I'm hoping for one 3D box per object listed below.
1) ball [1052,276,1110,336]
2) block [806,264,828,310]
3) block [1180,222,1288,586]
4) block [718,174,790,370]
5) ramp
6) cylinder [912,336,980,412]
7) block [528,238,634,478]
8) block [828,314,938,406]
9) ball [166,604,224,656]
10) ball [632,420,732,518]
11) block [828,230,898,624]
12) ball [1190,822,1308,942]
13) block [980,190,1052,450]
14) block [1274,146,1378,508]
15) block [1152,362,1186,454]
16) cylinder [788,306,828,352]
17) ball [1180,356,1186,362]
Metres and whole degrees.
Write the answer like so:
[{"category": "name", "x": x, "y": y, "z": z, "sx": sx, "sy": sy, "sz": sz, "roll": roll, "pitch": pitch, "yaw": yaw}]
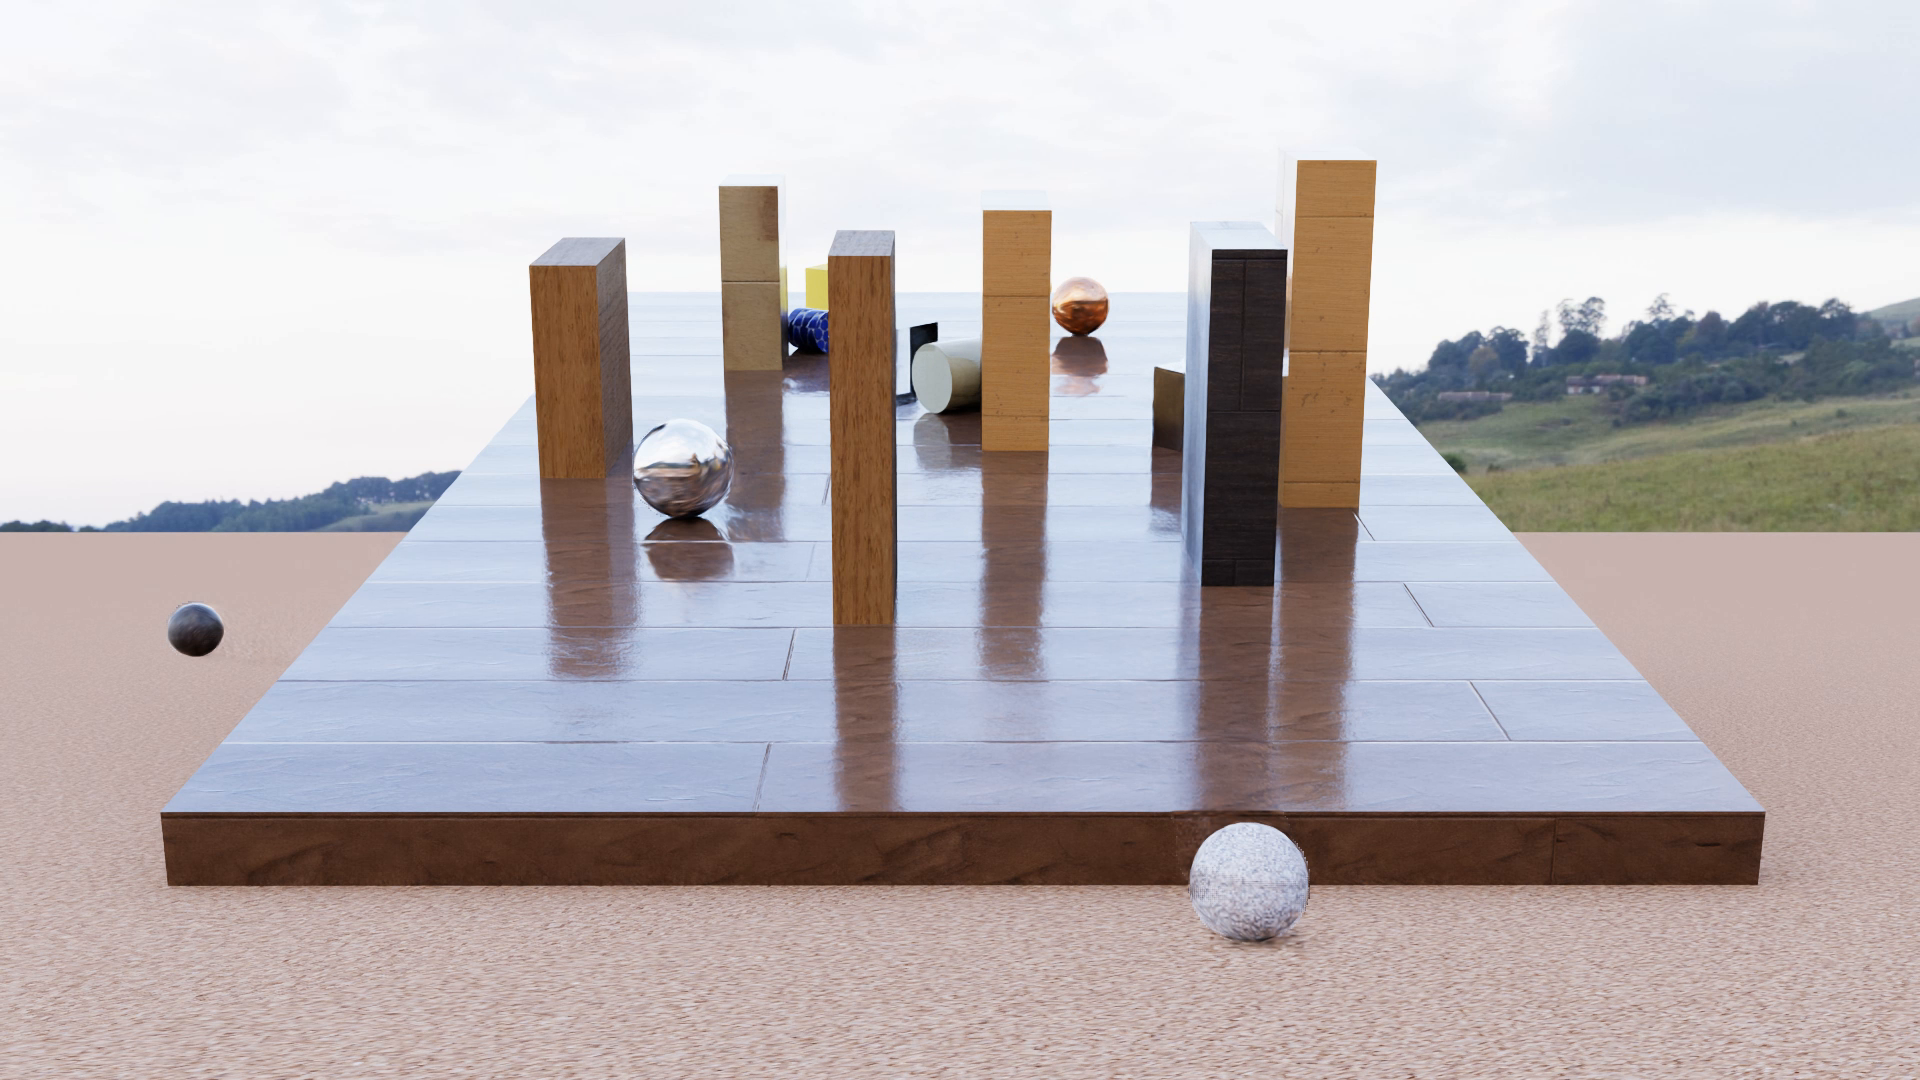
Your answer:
[{"category": "ball", "x": 0.323, "y": -0.627, "z": 5.893, "sx": 0.156, "sy": 0.156, "sz": 0.156, "roll": 0, "pitch": 0, "yaw": 0}, {"category": "block", "x": -0.332, "y": -0.692, "z": 6.148, "sx": 0.142, "sy": 0.142, "sz": 0.142, "roll": 10, "pitch": 18, "yaw": 31}, {"category": "block", "x": 0.463, "y": -0.240, "z": 3.760, "sx": 0.122, "sy": 0.564, "sz": 0.338, "roll": 0, "pitch": 16, "yaw": 0}, {"category": "block", "x": -0.512, "y": -0.671, "z": 5.500, "sx": 0.144, "sy": 0.453, "sz": 0.254, "roll": 0, "pitch": 16, "yaw": 0}, {"category": "ramp", "x": -0.002, "y": -0.154, "z": 4.682, "sx": 2.000, "sy": 0.100, "sz": 4.000, "roll": 0, "pitch": 16, "yaw": 0}, {"category": "cylinder", "x": 0.001, "y": -0.376, "z": 4.996, "sx": 0.158, "sy": 0.158, "sz": 0.158, "roll": -11, "pitch": 7, "yaw": -34}, {"category": "block", "x": -0.772, "y": -0.382, "z": 4.518, "sx": 0.131, "sy": 0.425, "sz": 0.396, "roll": 0, "pitch": 16, "yaw": 0}, {"category": "block", "x": -0.177, "y": -0.417, "z": 5.101, "sx": 0.179, "sy": 0.179, "sz": 0.179, "roll": 15, "pitch": 21, "yaw": 42}, {"category": "ball", "x": -2.640, "y": 0.311, "z": 7.603, "sx": 0.185, "sy": 0.185, "sz": 0.185, "roll": 0, "pitch": 0, "yaw": 0}, {"category": "ball", "x": -0.513, "y": -0.132, "z": 4.078, "sx": 0.183, "sy": 0.183, "sz": 0.183, "roll": 0, "pitch": 0, "yaw": 0}, {"category": "block", "x": -0.153, "y": -0.187, "z": 3.536, "sx": 0.095, "sy": 0.582, "sz": 0.288, "roll": 0, "pitch": 16, "yaw": 0}, {"category": "ball", "x": 0.315, "y": 0.373, "z": 2.404, "sx": 0.129, "sy": 0.129, "sz": 0.129, "roll": 0, "pitch": 0, "yaw": 0}, {"category": "block", "x": 0.116, "y": -0.477, "z": 4.716, "sx": 0.141, "sy": 0.503, "sz": 0.354, "roll": 0, "pitch": 16, "yaw": 0}, {"category": "block", "x": 0.683, "y": -0.409, "z": 4.200, "sx": 0.145, "sy": 0.652, "sz": 0.245, "roll": 0, "pitch": 16, "yaw": 0}, {"category": "block", "x": 0.525, "y": -0.278, "z": 4.626, "sx": 0.170, "sy": 0.170, "sz": 0.170, "roll": -11, "pitch": 19, "yaw": -34}, {"category": "cylinder", "x": -0.374, "y": -0.543, "z": 5.682, "sx": 0.107, "sy": 0.107, "sz": 0.107, "roll": 13, "pitch": 9, "yaw": 39}, {"category": "ball", "x": 0.549, "y": -0.339, "z": 4.822, "sx": 0.170, "sy": 0.170, "sz": 0.170, "roll": 0, "pitch": 0, "yaw": 0}]
